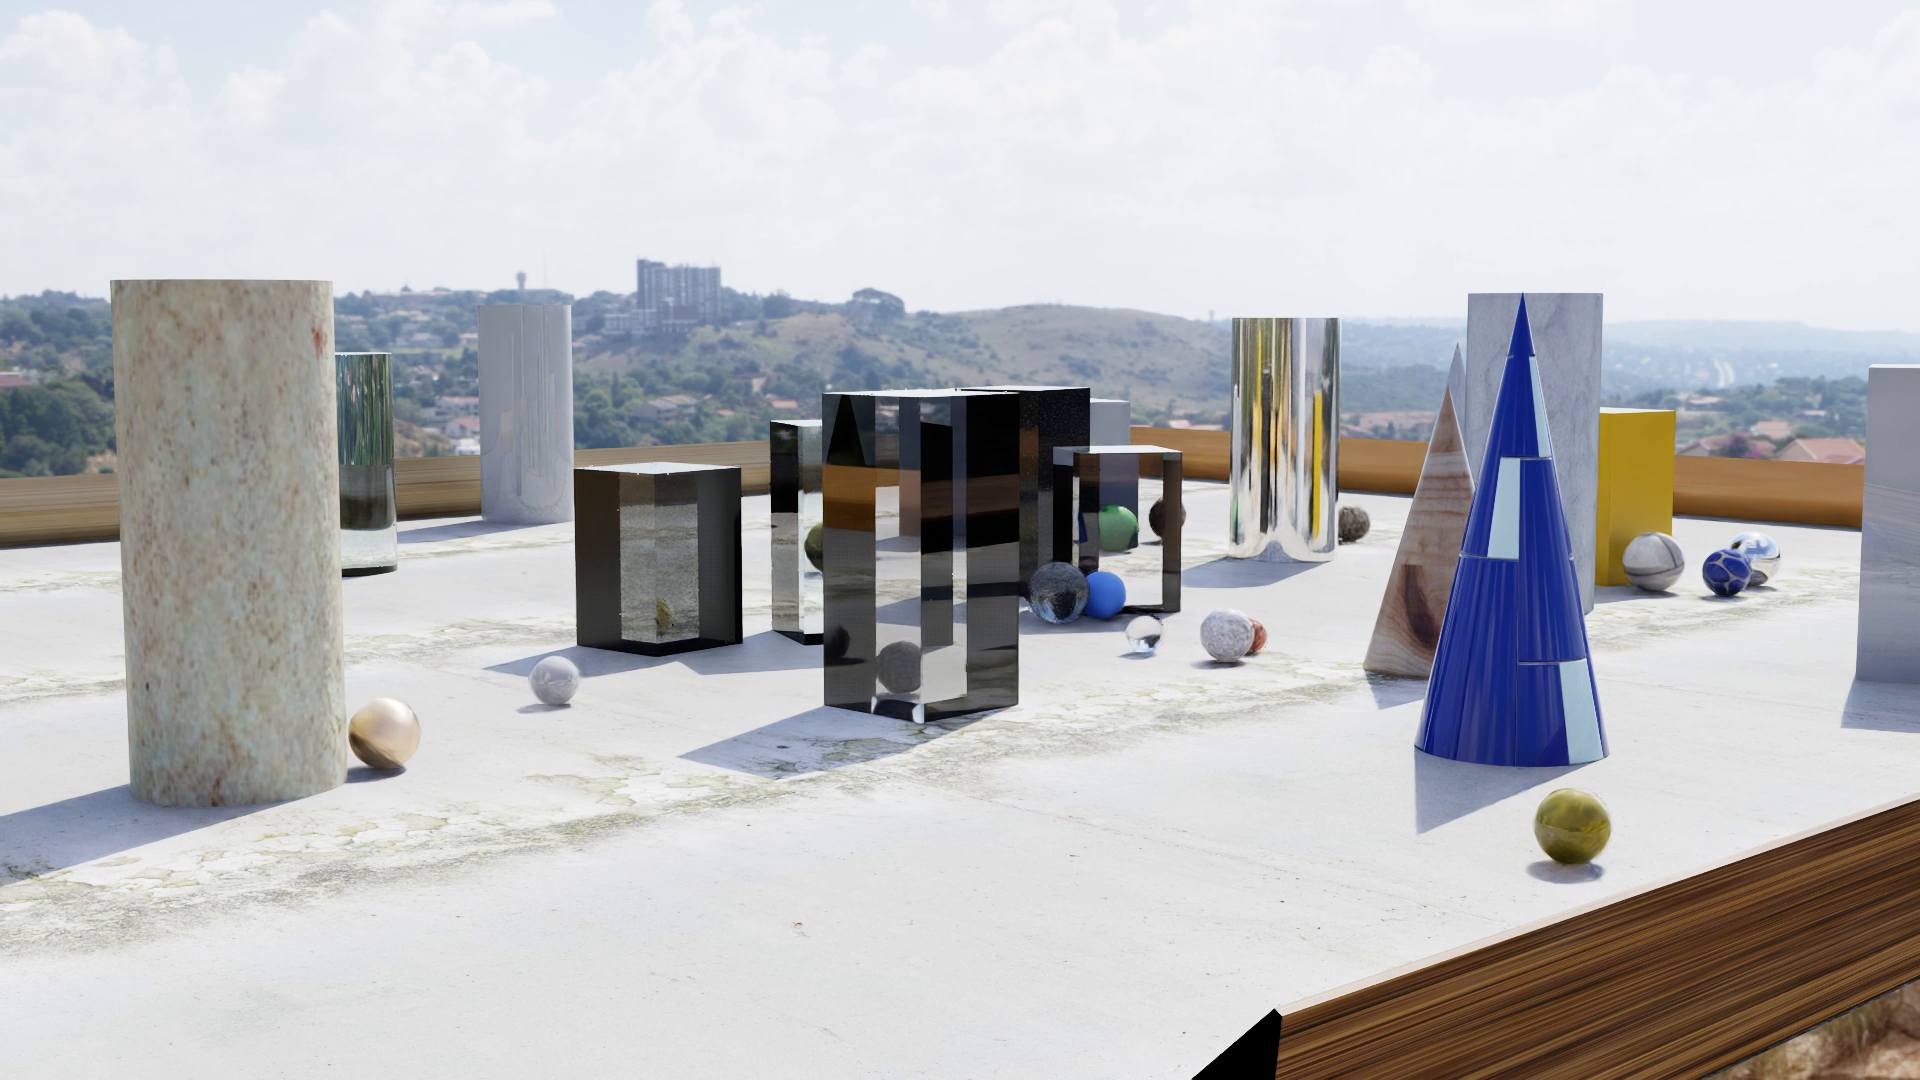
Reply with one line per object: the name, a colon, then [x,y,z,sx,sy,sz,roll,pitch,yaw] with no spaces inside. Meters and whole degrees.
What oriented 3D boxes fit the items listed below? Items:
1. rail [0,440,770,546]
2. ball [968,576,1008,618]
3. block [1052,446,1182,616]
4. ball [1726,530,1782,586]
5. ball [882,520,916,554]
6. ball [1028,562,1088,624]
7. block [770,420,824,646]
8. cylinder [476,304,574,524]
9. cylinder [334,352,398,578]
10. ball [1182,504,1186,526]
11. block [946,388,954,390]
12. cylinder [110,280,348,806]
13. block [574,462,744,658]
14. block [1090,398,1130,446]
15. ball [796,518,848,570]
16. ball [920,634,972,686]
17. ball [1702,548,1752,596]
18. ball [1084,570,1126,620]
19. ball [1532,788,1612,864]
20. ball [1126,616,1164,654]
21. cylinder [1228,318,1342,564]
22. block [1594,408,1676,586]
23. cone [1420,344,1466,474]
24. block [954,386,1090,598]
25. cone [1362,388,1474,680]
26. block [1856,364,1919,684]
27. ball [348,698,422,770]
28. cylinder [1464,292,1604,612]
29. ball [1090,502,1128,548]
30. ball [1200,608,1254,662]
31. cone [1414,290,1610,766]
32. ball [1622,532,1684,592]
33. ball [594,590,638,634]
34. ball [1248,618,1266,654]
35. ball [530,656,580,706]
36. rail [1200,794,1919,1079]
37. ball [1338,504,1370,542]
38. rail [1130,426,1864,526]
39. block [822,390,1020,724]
rail: [-1.217,-0.105,4.643,4.315,0.126,0.045,-5,8,-42]
ball: [0.042,0.083,3.191,0.058,0.058,0.058,0,6,0]
block: [0.233,-0.017,3.289,0.156,0.237,0.156,-1,6,-11]
ball: [1.278,0.030,3.550,0.089,0.089,0.089,0,6,0]
ball: [-0.112,-0.005,4.010,0.062,0.062,0.062,0,6,0]
ball: [0.139,0.075,3.126,0.088,0.088,0.088,0,6,0]
block: [-0.162,-0.015,3.007,0.156,0.291,0.156,-2,6,-21]
cylinder: [-0.914,-0.267,4.633,0.195,0.454,0.195,0,6,0]
cylinder: [-1.061,-0.132,3.740,0.195,0.370,0.195,0,6,0]
ball: [0.398,-0.049,4.303,0.090,0.090,0.090,0,6,0]
block: [0.034,-0.159,4.411,0.156,0.284,0.156,3,7,26]
cylinder: [-0.677,-0.004,2.046,0.195,0.471,0.195,0,6,0]
block: [-0.400,0.022,2.921,0.156,0.236,0.156,5,8,39]
block: [0.219,-0.131,4.211,0.156,0.271,0.156,-3,7,-26]
ball: [-0.238,0.006,3.779,0.089,0.089,0.089,0,6,0]
ball: [-0.016,0.143,2.605,0.062,0.062,0.062,0,6,0]
ball: [1.194,0.050,3.426,0.074,0.074,0.074,0,6,0]
ball: [0.206,0.079,3.172,0.070,0.070,0.070,0,6,0]
ball: [0.493,0.230,1.770,0.061,0.061,0.061,0,6,0]
ball: [0.240,0.123,2.855,0.049,0.049,0.049,0,6,0]
cylinder: [0.583,-0.183,3.947,0.195,0.430,0.195,0,6,0]
block: [1.064,-0.075,3.635,0.156,0.279,0.156,-4,7,-34]
cone: [0.902,-0.168,4.003,0.195,0.388,0.195,0,6,0]
block: [0.099,-0.081,3.495,0.156,0.321,0.156,4,7,34]
cone: [0.599,-0.016,2.718,0.195,0.353,0.195,0,6,0]
block: [1.183,-0.023,2.673,0.156,0.376,0.156,3,7,24]
ball: [-0.559,0.188,2.137,0.069,0.069,0.069,0,6,0]
cylinder: [0.852,-0.133,3.283,0.195,0.468,0.195,0,6,0]
ball: [0.273,-0.028,4.113,0.086,0.086,0.086,0,6,0]
ball: [0.338,0.120,2.789,0.069,0.069,0.069,0,6,0]
cone: [0.562,-0.019,2.220,0.195,0.464,0.195,0,6,0]
ball: [1.097,0.034,3.479,0.095,0.095,0.095,0,6,0]
ball: [-0.474,0.099,3.029,0.061,0.061,0.061,0,6,0]
ball: [0.376,0.125,2.859,0.045,0.045,0.045,0,6,0]
ball: [-0.457,0.159,2.483,0.055,0.055,0.055,0,6,0]
rail: [1.217,0.170,2.021,4.315,0.126,0.045,-5,8,-42]
ball: [0.753,-0.032,4.232,0.070,0.070,0.070,0,6,0]
rail: [1.568,-0.118,4.771,0.045,0.126,3.636,-5,8,-42]
block: [-0.044,0.012,2.465,0.156,0.352,0.156,6,8,44]
